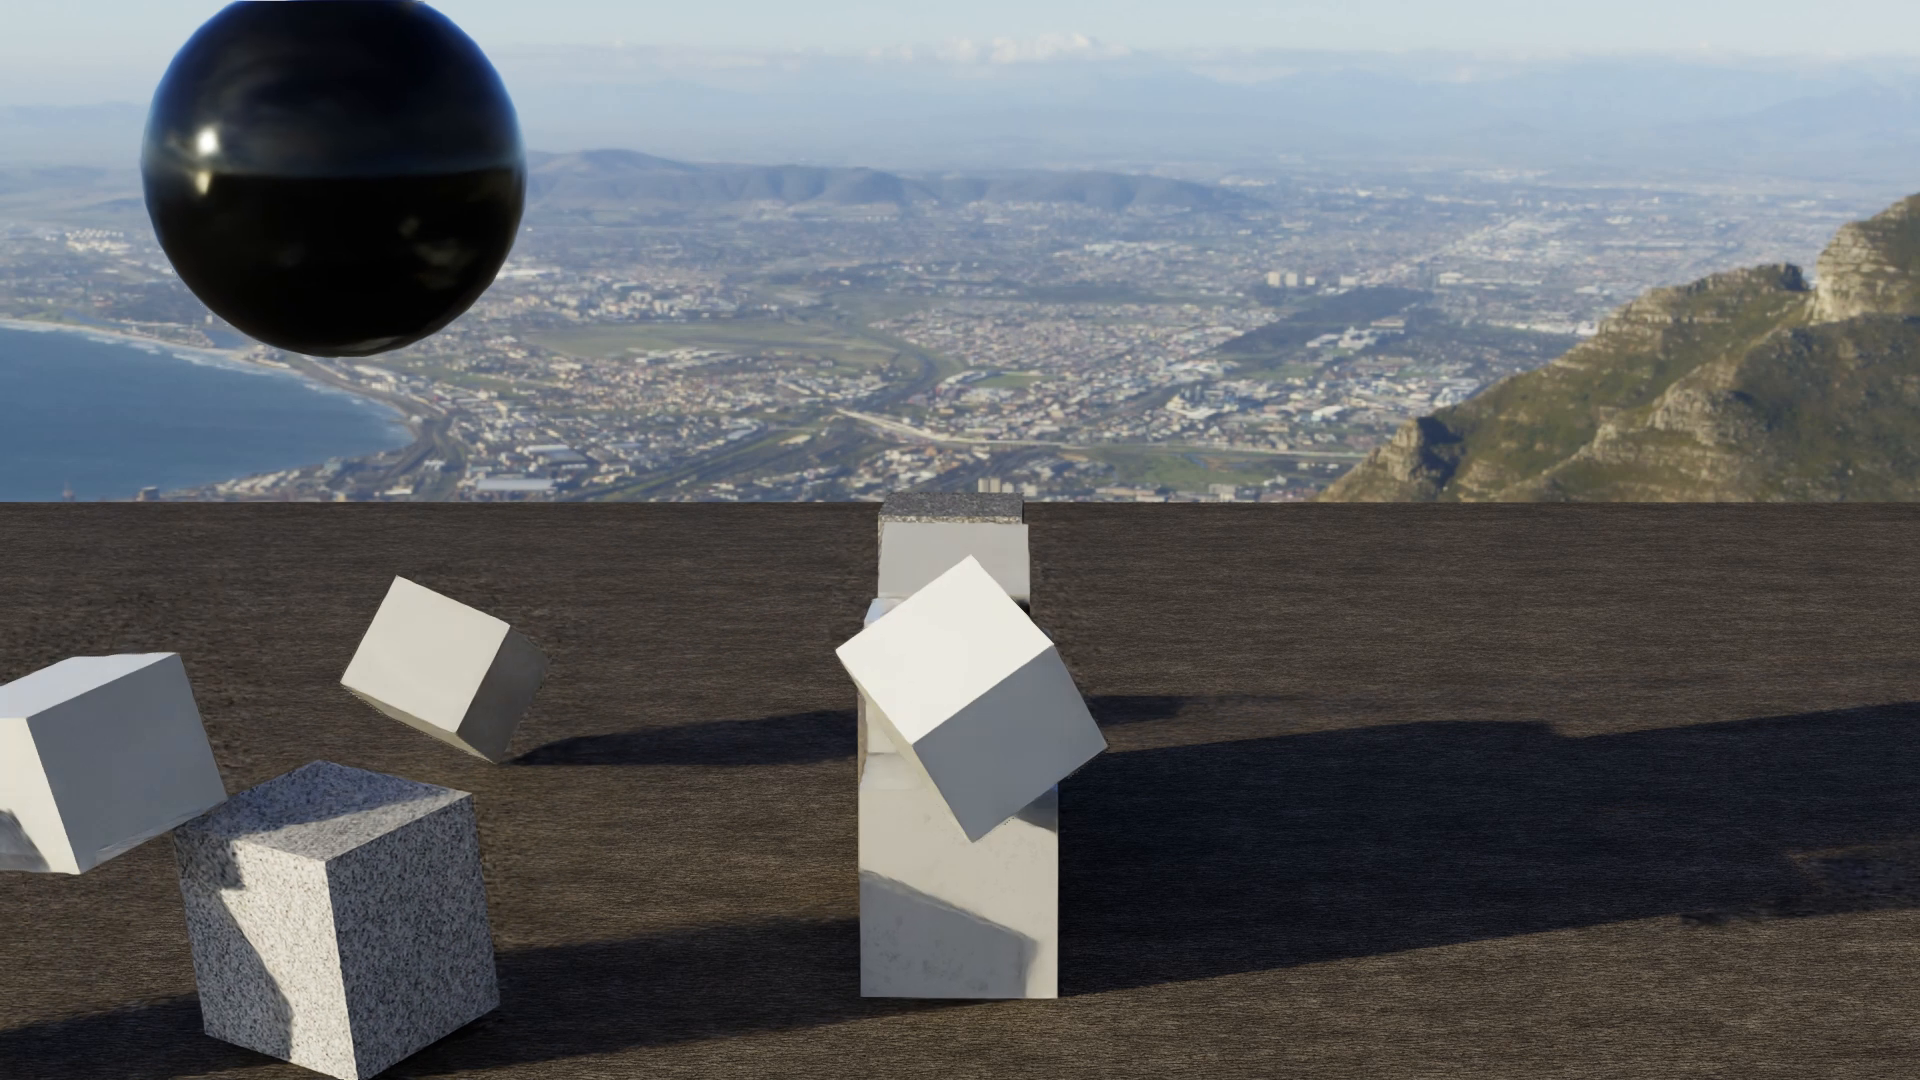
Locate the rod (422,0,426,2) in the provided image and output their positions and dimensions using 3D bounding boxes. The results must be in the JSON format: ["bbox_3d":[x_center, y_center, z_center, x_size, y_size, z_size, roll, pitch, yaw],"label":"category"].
[{"bbox_3d":[-1.145,-4.576,10.348,0.080,5.200,0.080,26,9,-5],"label":"rod"}]

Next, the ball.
[{"bbox_3d":[-2.643,-1.573,10.894,1.600,1.600,1.600,0,10,0],"label":"ball"}]

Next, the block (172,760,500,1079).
[{"bbox_3d":[-2.282,1.376,9.408,0.834,0.844,0.697,7,19,35],"label":"block"}]

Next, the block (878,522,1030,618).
[{"bbox_3d":[-0.022,0.336,11.107,0.634,0.588,0.646,0,27,1],"label":"block"}]

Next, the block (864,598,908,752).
[{"bbox_3d":[-0.084,0.541,10.447,0.562,0.532,0.567,-1,8,2],"label":"block"}]

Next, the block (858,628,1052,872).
[{"bbox_3d":[-0.011,0.950,11.810,0.879,0.905,0.963,0,10,0],"label":"block"}]

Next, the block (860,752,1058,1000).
[{"bbox_3d":[0.005,1.285,10.189,0.756,0.826,0.799,0,10,1],"label":"block"}]

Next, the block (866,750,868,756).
[{"bbox_3d":[-0.008,1.224,10.981,0.777,0.662,0.746,0,10,0],"label":"block"}]

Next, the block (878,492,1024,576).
[{"bbox_3d":[-0.032,0.154,11.836,0.641,0.652,0.666,0,10,2],"label":"block"}]

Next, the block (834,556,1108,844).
[{"bbox_3d":[0.042,0.588,9.539,0.623,0.601,0.641,-35,42,-7],"label":"block"}]

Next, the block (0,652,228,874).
[{"bbox_3d":[-3.205,0.801,9.288,0.723,0.581,0.637,-4,16,40],"label":"block"}]

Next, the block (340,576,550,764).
[{"bbox_3d":[-2.603,0.667,13.039,0.674,0.603,0.667,22,-14,15],"label":"block"}]
